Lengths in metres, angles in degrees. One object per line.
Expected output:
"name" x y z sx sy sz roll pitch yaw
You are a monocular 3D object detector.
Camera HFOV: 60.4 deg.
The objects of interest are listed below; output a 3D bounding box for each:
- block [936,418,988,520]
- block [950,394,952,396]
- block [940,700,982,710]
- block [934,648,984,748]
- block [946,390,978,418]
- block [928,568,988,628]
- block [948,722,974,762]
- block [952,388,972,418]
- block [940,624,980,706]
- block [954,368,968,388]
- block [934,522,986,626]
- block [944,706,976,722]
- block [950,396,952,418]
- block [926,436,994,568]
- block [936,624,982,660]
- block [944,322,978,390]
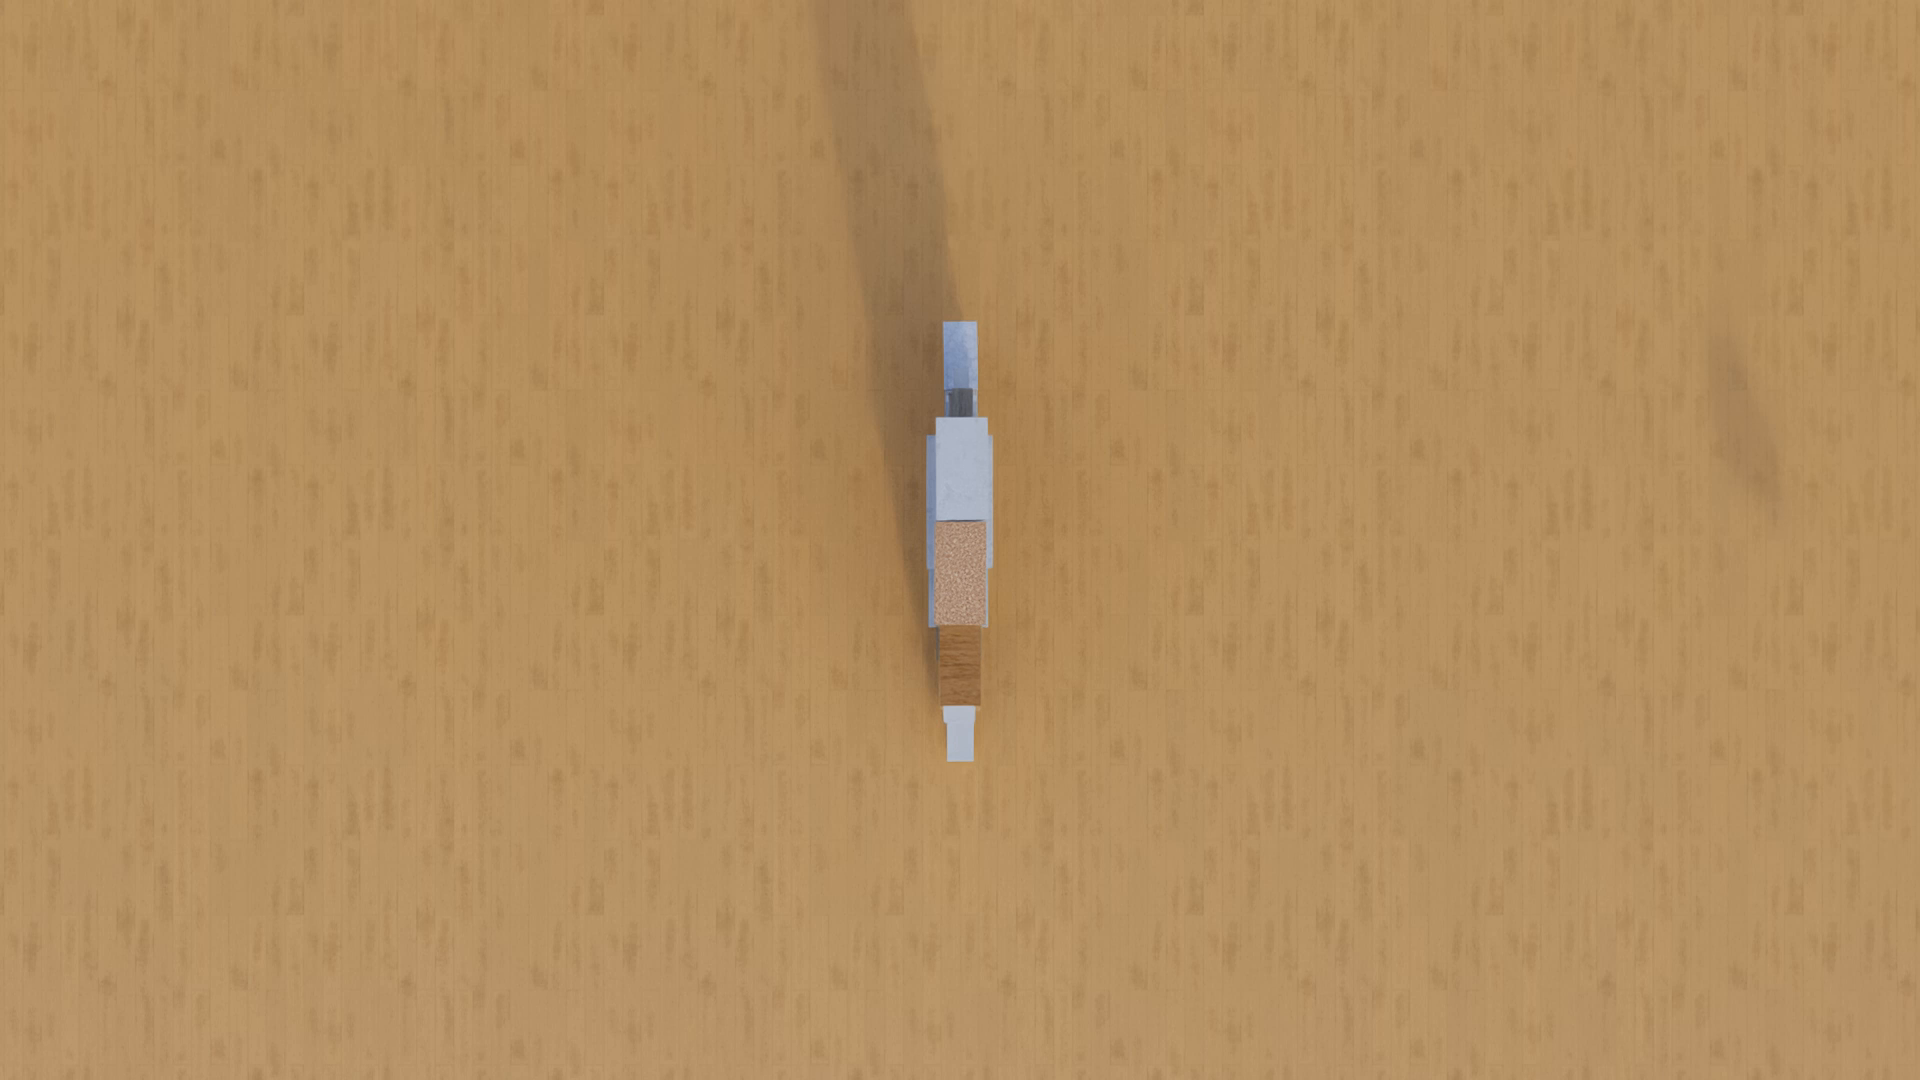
"block" 0.005 -0.178 4.128 0.128 0.036 0.256 0 90 0
"block" -0.003 -0.395 5.135 0.061 0.017 0.122 0 90 0
"block" 0.000 0.381 4.889 0.123 0.035 0.246 0 90 0
"block" -0.002 0.495 5.173 0.153 0.043 0.305 0 90 0
"block" 0.004 -0.418 5.280 0.103 0.029 0.205 0 90 0
"block" -0.005 0.082 4.833 0.172 0.049 0.345 0 90 0
"block" 0.001 0.588 4.982 0.079 0.022 0.158 0 90 0
"block" 0.007 -0.370 4.661 0.058 0.016 0.116 1 90 0
"block" 0.000 0.324 4.295 0.106 0.030 0.212 0 90 0
"block" 0.003 -0.468 4.933 0.045 0.013 0.091 -1 91 0
"block" 0.001 0.083 4.127 0.129 0.036 0.257 0 90 0
"block" -0.002 0.426 4.679 0.090 0.025 0.180 0 90 0
"block" 0.002 -0.353 4.795 0.067 0.019 0.133 0 90 0
"block" 0.000 -0.102 4.428 0.178 0.050 0.356 0 90 0
"block" -0.004 0.206 4.541 0.125 0.035 0.250 -1 90 0
"block" 0.002 -0.563 5.044 0.103 0.029 0.206 -1 90 1
